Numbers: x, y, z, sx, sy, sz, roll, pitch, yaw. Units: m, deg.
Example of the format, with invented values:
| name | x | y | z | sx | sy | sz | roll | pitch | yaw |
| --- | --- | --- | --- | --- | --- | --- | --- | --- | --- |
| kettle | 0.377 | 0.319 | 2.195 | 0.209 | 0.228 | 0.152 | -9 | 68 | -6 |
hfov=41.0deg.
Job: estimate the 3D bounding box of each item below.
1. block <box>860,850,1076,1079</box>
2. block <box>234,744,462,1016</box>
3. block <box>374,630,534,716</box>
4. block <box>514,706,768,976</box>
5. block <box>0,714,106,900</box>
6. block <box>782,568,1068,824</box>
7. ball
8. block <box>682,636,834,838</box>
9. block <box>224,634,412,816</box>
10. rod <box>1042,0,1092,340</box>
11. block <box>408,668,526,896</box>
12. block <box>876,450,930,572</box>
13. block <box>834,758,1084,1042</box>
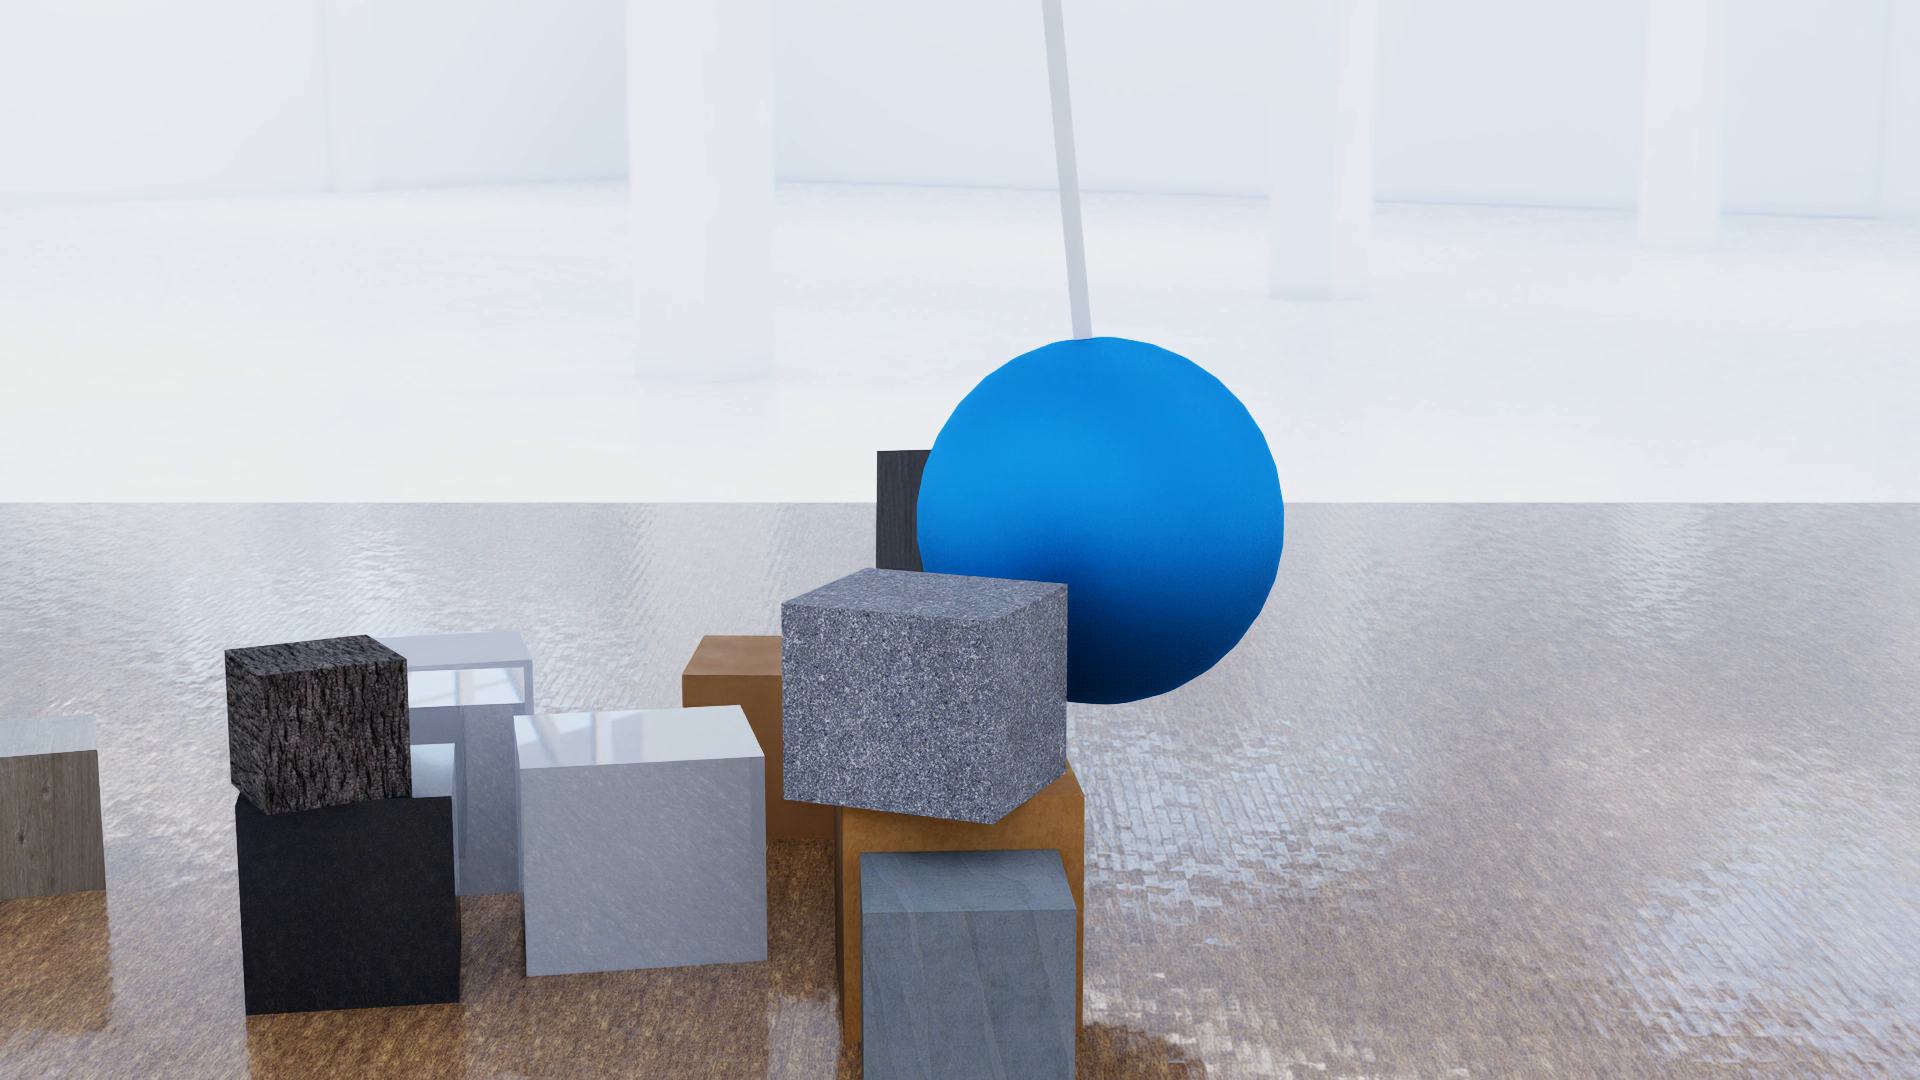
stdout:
| name | x | y | z | sx | sy | sz | roll | pitch | yaw |
| --- | --- | --- | --- | --- | --- | --- | --- | --- | --- |
| block | 0.015 | 1.545 | 9.046 | 0.722 | 0.723 | 0.683 | -1 | 10 | -3 |
| block | -2.377 | 1.312 | 10.063 | 0.792 | 0.819 | 0.784 | -2 | 10 | -10 |
| block | -2.488 | 0.898 | 12.536 | 0.742 | 0.749 | 0.676 | -3 | 11 | -15 |
| block | -1.323 | 1.213 | 10.534 | 0.953 | 0.845 | 0.851 | -2 | 11 | -11 |
| block | -4.166 | 1.178 | 11.328 | 0.703 | 0.629 | 0.670 | -4 | 11 | -19 |
| block | -0.120 | 0.550 | 9.395 | 0.819 | 0.724 | 0.727 | 4 | 11 | 22 |
| ball | 0.609 | -0.084 | 11.165 | 1.600 | 1.600 | 1.600 | 0 | 10 | 0 |
| block | -0.886 | 0.929 | 12.277 | 0.768 | 0.780 | 0.846 | 0 | 10 | 1 |
| block | -2.435 | 0.690 | 9.727 | 0.552 | 0.525 | 0.497 | -6 | 12 | -30 |
| rod | 0.264 | -3.412 | 10.560 | 0.080 | 5.200 | 0.080 | -6 | 10 | 1 |
| block | -2.320 | 1.066 | 11.338 | 0.802 | 0.845 | 0.676 | -2 | 10 | -10 |
| block | 0.026 | -0.136 | 13.023 | 0.693 | 0.615 | 0.600 | 0 | -2 | 29 |
| block | -0.024 | 1.303 | 9.837 | 0.881 | 0.916 | 0.938 | -1 | 10 | -5 |
